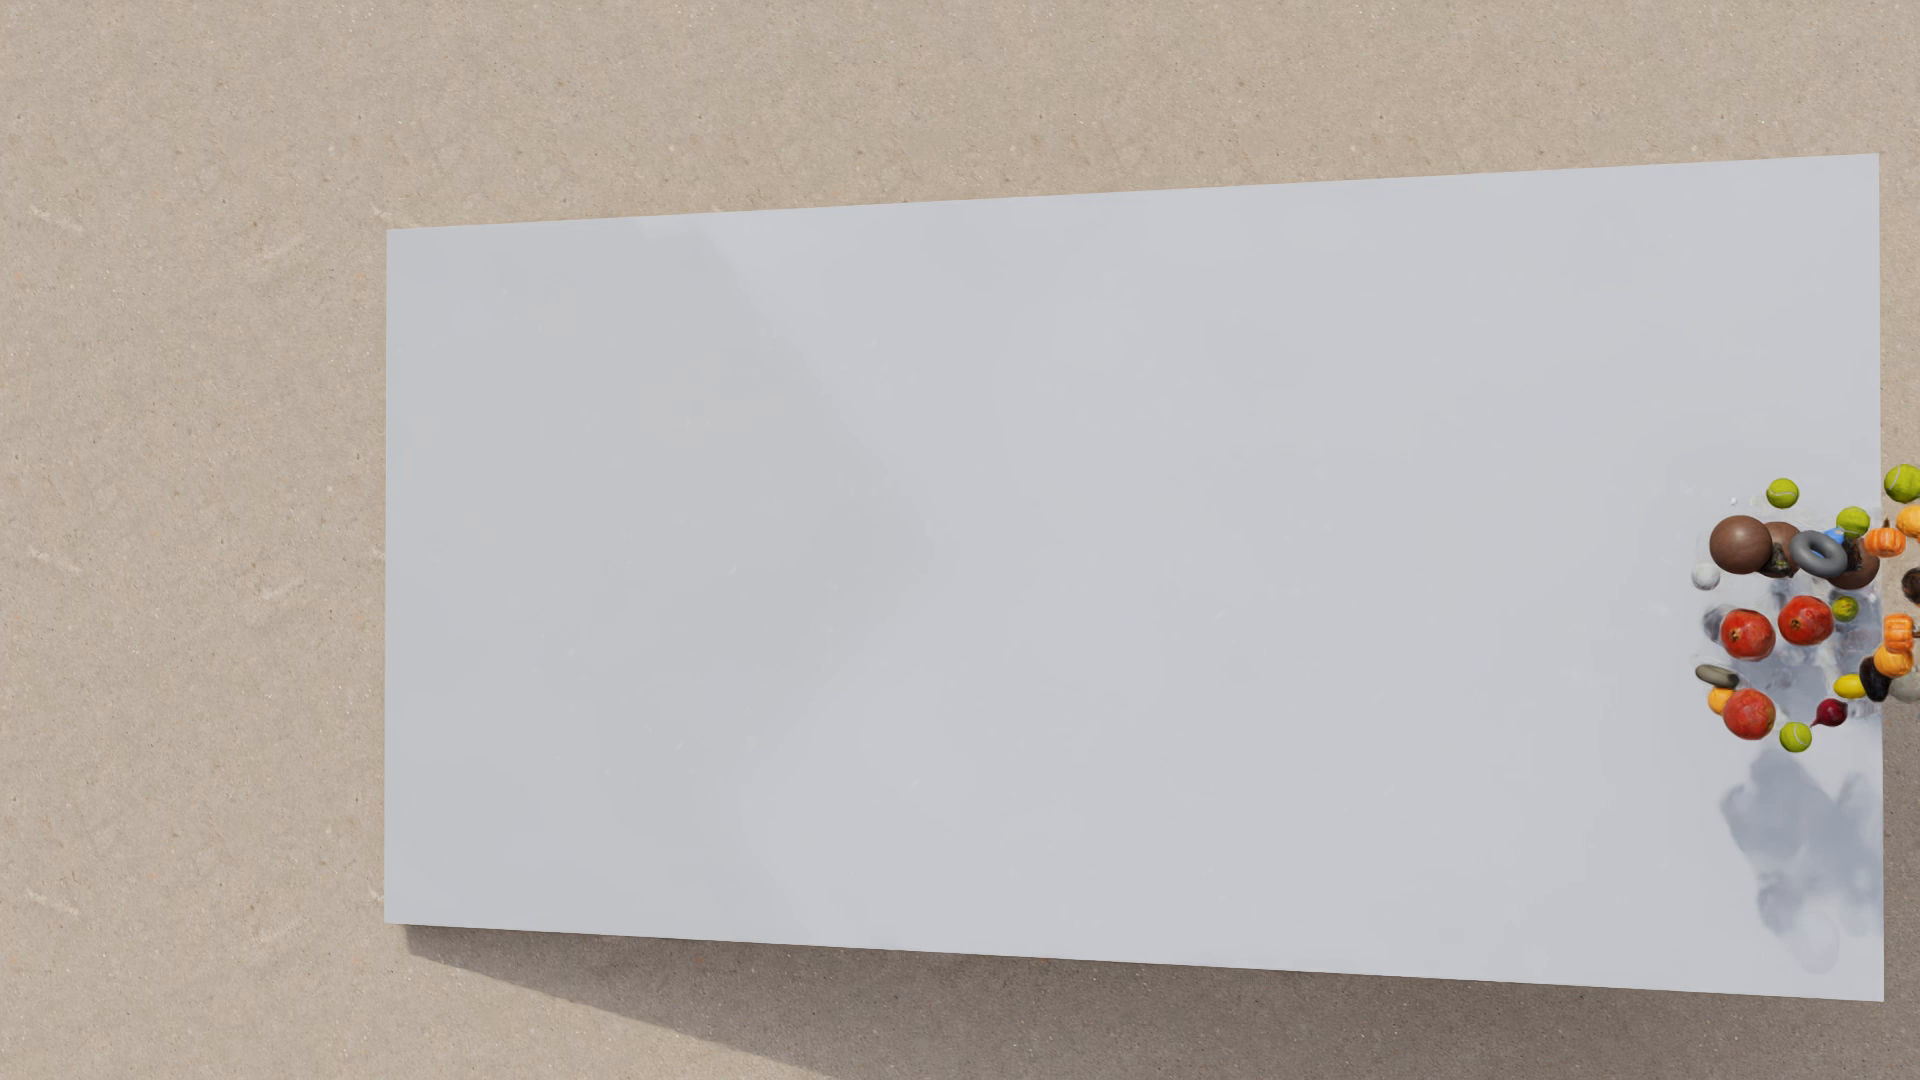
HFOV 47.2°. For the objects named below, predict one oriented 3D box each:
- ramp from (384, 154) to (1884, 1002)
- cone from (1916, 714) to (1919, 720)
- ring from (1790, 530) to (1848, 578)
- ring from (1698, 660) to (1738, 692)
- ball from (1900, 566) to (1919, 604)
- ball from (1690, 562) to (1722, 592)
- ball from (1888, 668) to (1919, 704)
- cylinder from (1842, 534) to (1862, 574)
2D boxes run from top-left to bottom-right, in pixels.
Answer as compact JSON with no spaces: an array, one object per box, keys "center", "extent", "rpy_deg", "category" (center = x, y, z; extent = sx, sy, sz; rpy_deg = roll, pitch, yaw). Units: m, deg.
[{"center":[0.272,0.095,5.810],"extent":[4.000,0.100,2.000],"rpy_deg":[0,89,17],"category":"ramp"},{"center":[1.779,0.294,3.997],"extent":[0.067,0.067,0.067],"rpy_deg":[-1,106,0],"category":"cone"},{"center":[1.764,0.029,4.520],"extent":[0.122,0.122,0.041],"rpy_deg":[16,133,0],"category":"ring"},{"center":[1.713,0.308,4.974],"extent":[0.097,0.097,0.032],"rpy_deg":[23,115,0],"category":"ring"},{"center":[1.770,0.083,4.048],"extent":[0.070,0.070,0.070],"rpy_deg":[0,89,0],"category":"ball"},{"center":[1.757,0.087,5.181],"extent":[0.067,0.067,0.067],"rpy_deg":[0,89,0],"category":"ball"},{"center":[2.018,0.310,4.681],"extent":[0.076,0.076,0.076],"rpy_deg":[0,89,0],"category":"ball"},{"center":[1.983,0.032,4.952],"extent":[0.083,0.083,0.083],"rpy_deg":[-7,84,0],"category":"cylinder"}]
